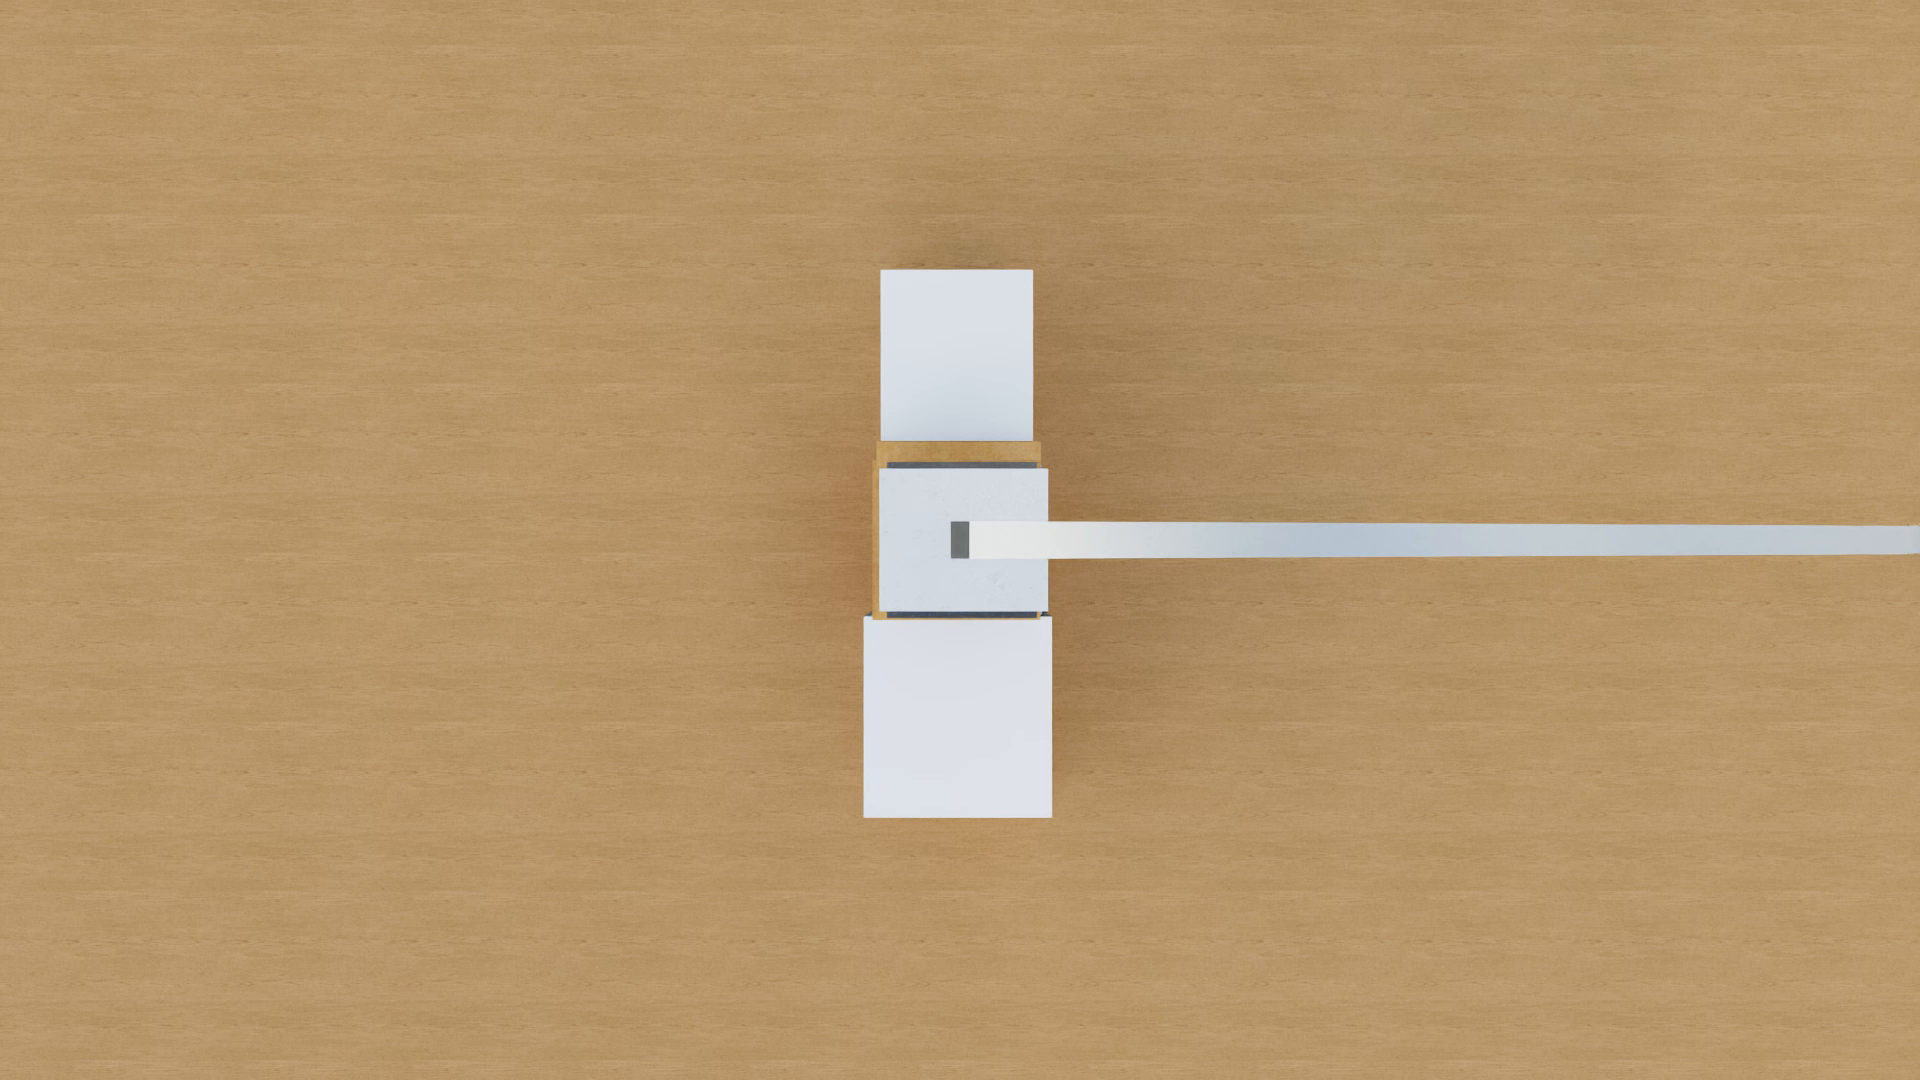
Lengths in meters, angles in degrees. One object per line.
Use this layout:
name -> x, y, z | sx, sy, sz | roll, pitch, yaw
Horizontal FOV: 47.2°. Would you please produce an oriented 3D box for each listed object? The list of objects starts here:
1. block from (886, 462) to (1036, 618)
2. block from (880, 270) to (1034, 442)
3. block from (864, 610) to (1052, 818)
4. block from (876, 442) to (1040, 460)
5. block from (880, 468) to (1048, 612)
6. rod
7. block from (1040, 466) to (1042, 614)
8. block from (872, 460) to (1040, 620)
block -> 0.009, 0.000, 10.055 | 0.665, 0.622, 0.691 | 0, 90, 0
block -> -0.017, -1.025, 12.603 | 0.844, 0.795, 0.950 | 0, 90, 0
block -> -0.011, 0.957, 12.442 | 1.017, 1.115, 1.085 | 0, 90, 0
block -> -0.007, -0.068, 12.514 | 0.900, 0.972, 0.944 | 0, 90, 0
block -> 0.016, 0.000, 9.459 | 0.704, 0.571, 0.595 | 0, 90, 0
rod -> 2.234, 0.000, 6.035 | 5.200, 0.080, 0.080 | 0, 90, -31
block -> 0.002, 0.000, 11.617 | 0.830, 0.822, 0.761 | 0, 90, 0
block -> -0.017, 0.000, 10.786 | 0.791, 0.839, 0.755 | 0, 90, 0
